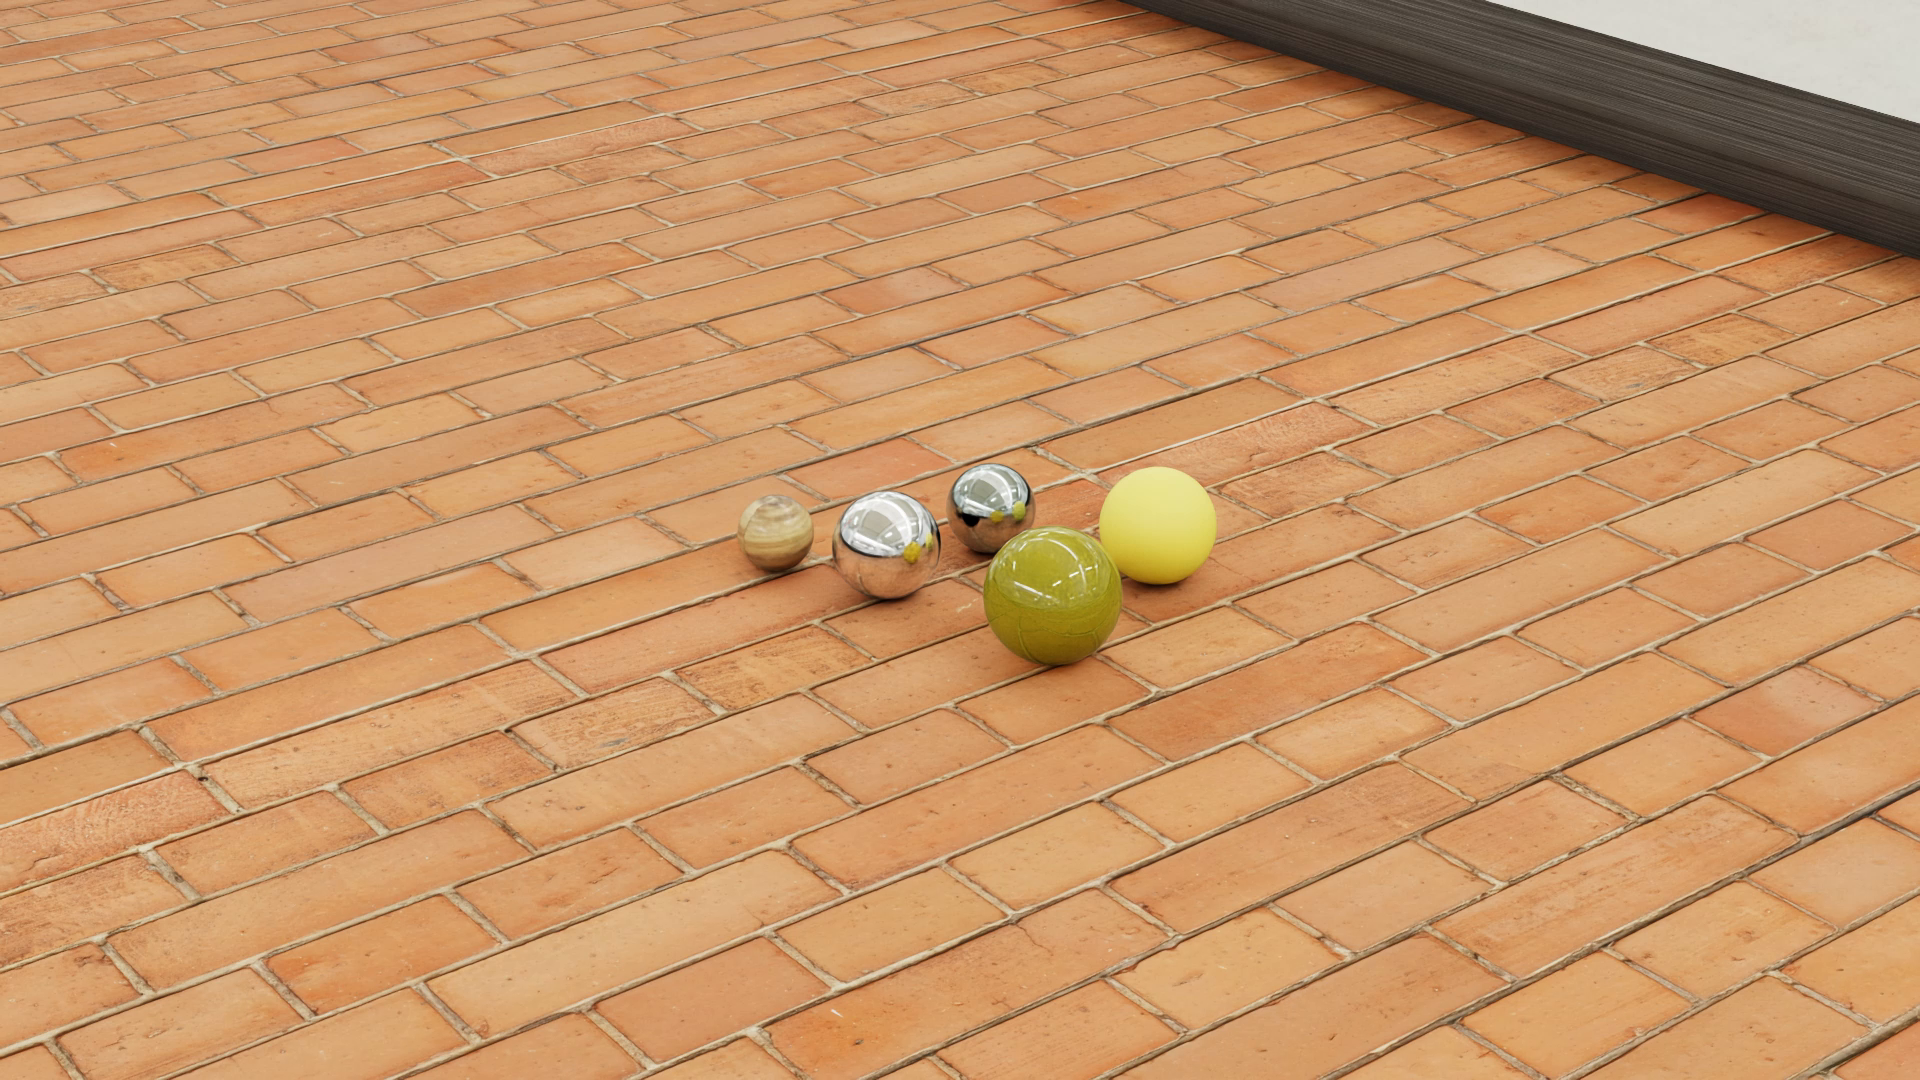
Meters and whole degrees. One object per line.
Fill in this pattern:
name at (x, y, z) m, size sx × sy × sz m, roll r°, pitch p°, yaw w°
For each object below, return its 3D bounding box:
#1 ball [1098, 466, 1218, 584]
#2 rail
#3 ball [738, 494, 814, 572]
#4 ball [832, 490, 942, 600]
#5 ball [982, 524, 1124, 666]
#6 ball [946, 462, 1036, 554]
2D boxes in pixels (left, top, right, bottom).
ball at (0.143, -0.010, 2.120) m, size 0.085 × 0.085 × 0.085 m, roll 0°, pitch 25°, yaw 0°
rail at (0.251, -0.665, 3.448) m, size 0.045 × 0.125 × 4.130 m, roll -18°, pitch 31°, yaw -33°
ball at (-0.134, -0.005, 2.143) m, size 0.056 × 0.056 × 0.056 m, roll 0°, pitch 25°, yaw 0°
ball at (-0.052, 0.003, 2.099) m, size 0.078 × 0.078 × 0.078 m, roll 0°, pitch 25°, yaw 0°
ball at (0.063, 0.038, 2.006) m, size 0.096 × 0.096 × 0.096 m, roll 0°, pitch 25°, yaw 0°
ball at (0.023, -0.024, 2.169) m, size 0.067 × 0.067 × 0.067 m, roll 0°, pitch 25°, yaw 0°
